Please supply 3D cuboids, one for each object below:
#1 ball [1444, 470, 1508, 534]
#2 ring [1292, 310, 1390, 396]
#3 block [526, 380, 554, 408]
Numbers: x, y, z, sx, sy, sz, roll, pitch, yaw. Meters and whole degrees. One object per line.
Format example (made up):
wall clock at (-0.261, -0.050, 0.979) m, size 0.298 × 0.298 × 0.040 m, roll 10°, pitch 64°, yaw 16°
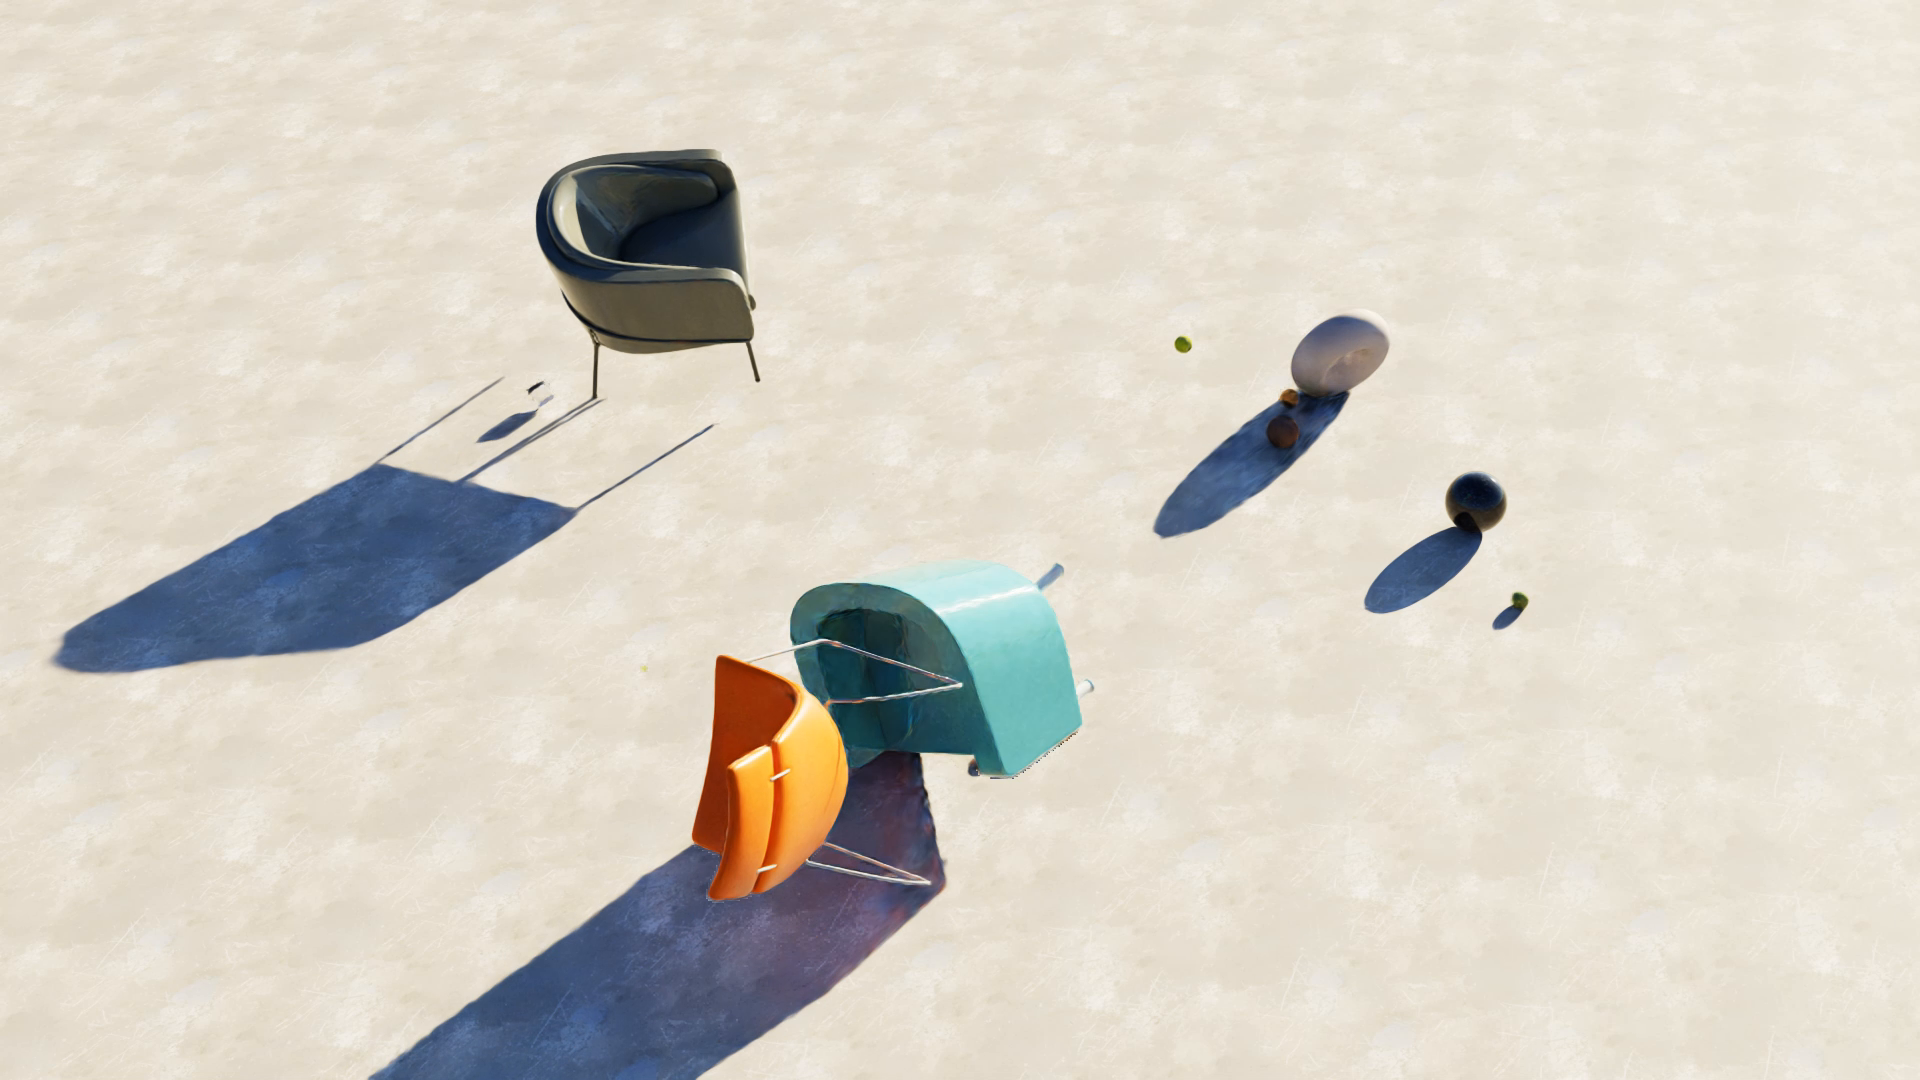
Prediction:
ball at (1.928, -0.143, 10.949) m, size 0.235 × 0.235 × 0.235 m, roll 0°, pitch 33°, yaw 0°
ring at (1.522, -0.745, 11.721) m, size 0.404 × 0.478 × 0.163 m, roll -10°, pitch 61°, yaw -26°
block at (-1.675, -0.584, 11.714) m, size 0.077 × 0.072 × 0.064 m, roll -33°, pitch 75°, yaw -2°
